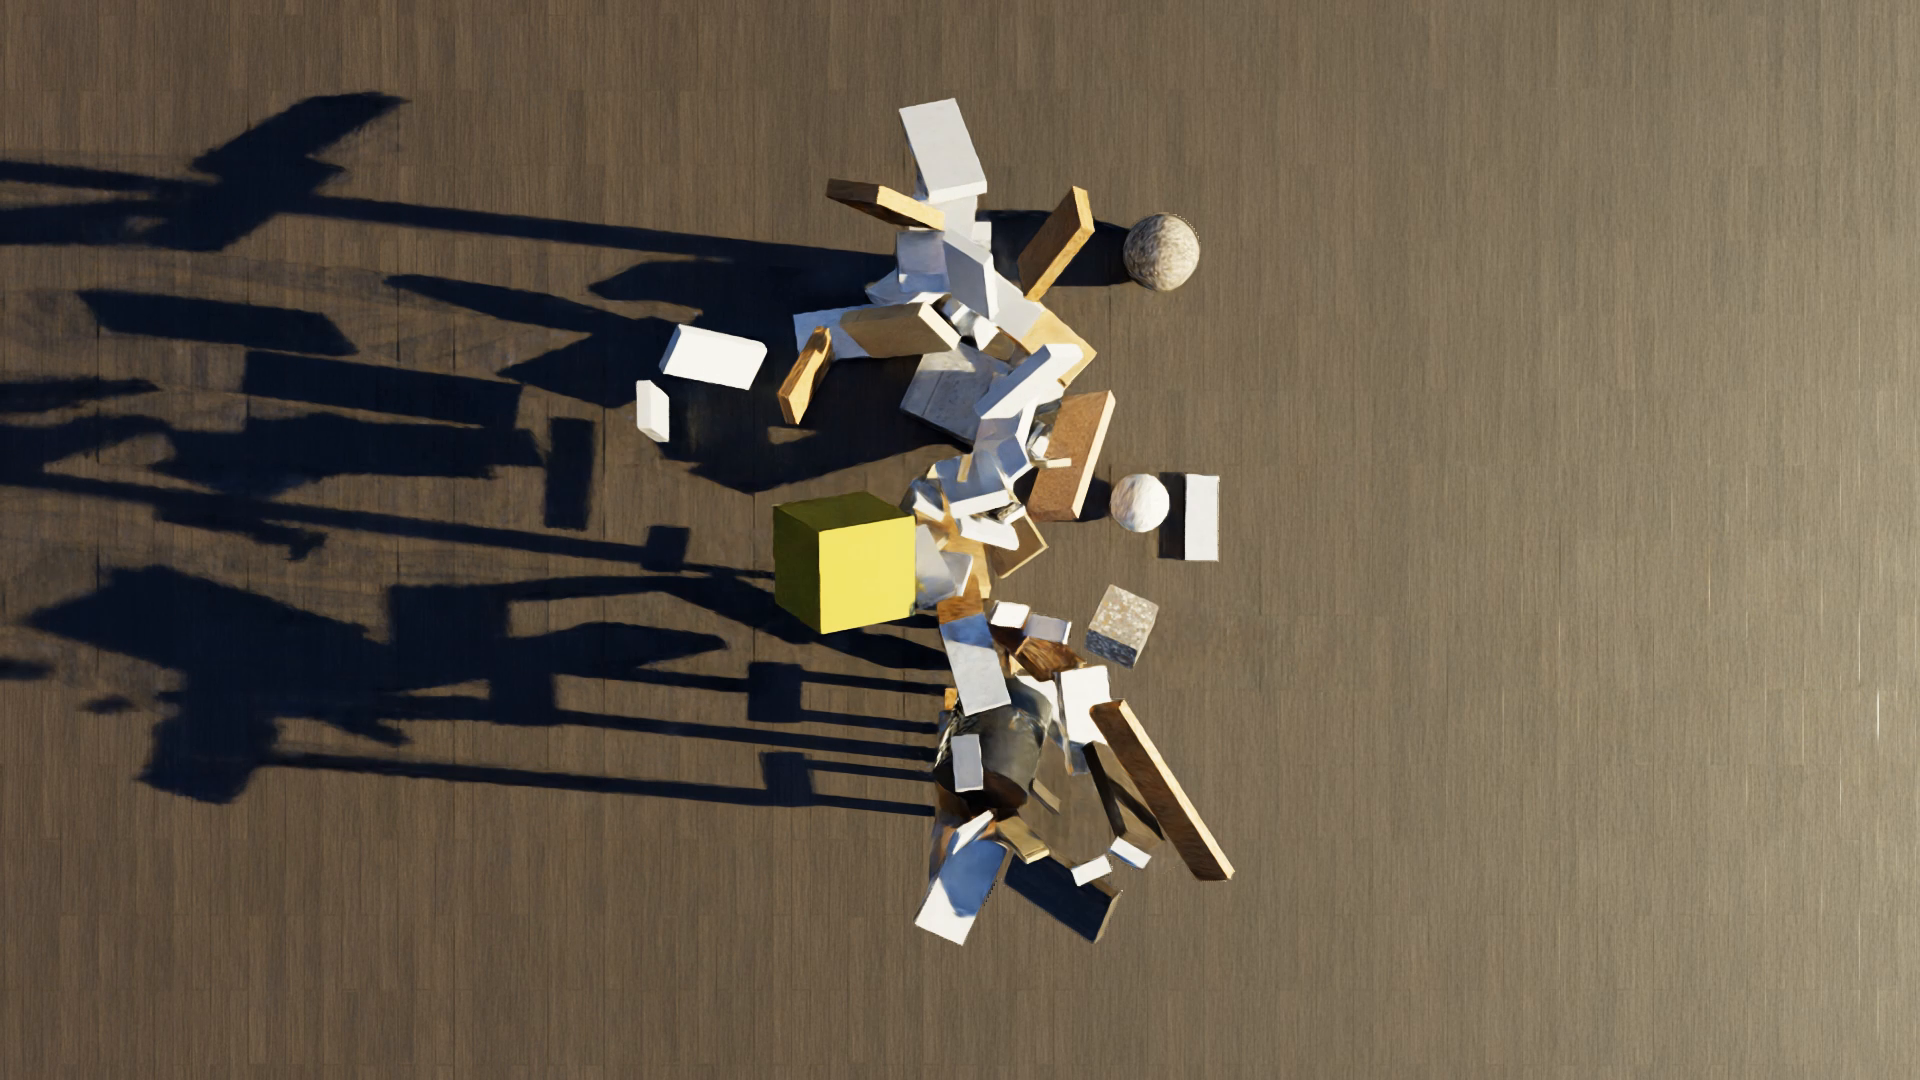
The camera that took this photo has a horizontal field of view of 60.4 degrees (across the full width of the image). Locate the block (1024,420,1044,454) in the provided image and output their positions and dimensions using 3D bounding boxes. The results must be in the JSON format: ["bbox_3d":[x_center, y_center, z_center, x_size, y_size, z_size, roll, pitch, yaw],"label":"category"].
[{"bbox_3d":[0.232,-0.335,5.465,0.019,0.067,0.134,32,90,-13],"label":"block"}]

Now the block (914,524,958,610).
[{"bbox_3d":[-0.095,0.067,4.208,0.104,0.030,0.209,-22,63,-7],"label":"block"}]

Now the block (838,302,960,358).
[{"bbox_3d":[-0.190,-0.644,5.084,0.180,0.359,0.051,42,62,-38],"label":"block"}]

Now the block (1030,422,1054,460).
[{"bbox_3d":[0.287,-0.319,5.453,0.067,0.019,0.134,37,58,-5],"label":"block"}]

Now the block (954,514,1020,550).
[{"bbox_3d":[0.071,-0.024,4.371,0.166,0.083,0.023,15,121,-22],"label":"block"}]

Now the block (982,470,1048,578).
[{"bbox_3d":[0.105,-0.072,5.028,0.169,0.048,0.338,-36,78,15],"label":"block"}]

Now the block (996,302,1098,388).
[{"bbox_3d":[0.272,-0.630,5.191,0.293,0.042,0.147,42,75,6],"label":"block"}]

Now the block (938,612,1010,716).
[{"bbox_3d":[0.036,0.309,4.118,0.118,0.033,0.236,-16,72,-2],"label":"block"}]

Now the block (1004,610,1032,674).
[{"bbox_3d":[0.186,0.319,5.212,0.106,0.212,0.030,-31,48,-19],"label":"block"}]

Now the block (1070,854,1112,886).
[{"bbox_3d":[0.352,0.887,4.434,0.099,0.014,0.049,-22,103,-6],"label":"block"}]

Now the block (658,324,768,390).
[{"bbox_3d":[-0.734,-0.544,4.917,0.293,0.042,0.147,8,124,-39],"label":"block"}]

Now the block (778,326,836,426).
[{"bbox_3d":[-0.492,-0.529,5.297,0.042,0.147,0.293,17,61,16],"label":"block"}]

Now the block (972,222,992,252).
[{"bbox_3d":[0.000,-0.890,5.130,0.180,0.740,0.051,-1,90,0],"label":"block"}]

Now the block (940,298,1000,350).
[{"bbox_3d":[0.051,-0.728,5.334,0.047,0.334,0.167,43,89,21],"label":"block"}]

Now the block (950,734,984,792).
[{"bbox_3d":[0.019,0.583,4.320,0.073,0.021,0.147,-7,62,3],"label":"block"}]

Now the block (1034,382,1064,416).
[{"bbox_3d":[0.265,-0.494,5.344,0.147,0.293,0.042,-14,66,-14],"label":"block"}]

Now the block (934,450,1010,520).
[{"bbox_3d":[0.029,-0.153,4.433,0.154,0.309,0.044,-14,115,-3],"label":"block"}]

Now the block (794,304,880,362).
[{"bbox_3d":[-0.375,-0.685,5.476,0.334,0.047,0.167,-8,90,0],"label":"block"}]

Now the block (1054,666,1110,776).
[{"bbox_3d":[0.369,0.524,4.808,0.150,0.042,0.300,-7,89,-23],"label":"block"}]

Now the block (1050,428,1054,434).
[{"bbox_3d":[0.365,-0.332,5.463,0.134,0.019,0.067,32,59,-10],"label":"block"}]

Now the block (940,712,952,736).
[{"bbox_3d":[-0.001,0.649,5.012,0.122,0.035,0.244,1,93,0],"label":"block"}]

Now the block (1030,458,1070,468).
[{"bbox_3d":[0.219,-0.192,4.103,0.064,0.129,0.018,-4,94,-20],"label":"block"}]

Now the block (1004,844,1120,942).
[{"bbox_3d":[0.279,0.962,4.571,0.311,0.044,0.156,30,115,25],"label":"block"}]

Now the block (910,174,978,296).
[{"bbox_3d":[-0.054,-0.873,4.715,0.180,0.051,0.359,5,69,2],"label":"block"}]

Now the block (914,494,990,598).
[{"bbox_3d":[-0.025,0.017,4.481,0.168,0.048,0.336,-5,50,-5],"label":"block"}]

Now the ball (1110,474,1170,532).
[{"bbox_3d":[0.586,-0.122,5.386,0.192,0.192,0.192,0,90,0],"label":"ball"}]

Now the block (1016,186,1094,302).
[{"bbox_3d":[0.216,-0.672,3.765,0.036,0.251,0.126,12,52,-27],"label":"block"}]

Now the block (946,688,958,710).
[{"bbox_3d":[0.004,0.574,5.291,0.098,0.028,0.195,0,90,0],"label":"block"}]

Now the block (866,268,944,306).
[{"bbox_3d":[-0.169,-0.805,5.309,0.167,0.334,0.047,-37,118,-10],"label":"block"}]

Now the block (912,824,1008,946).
[{"bbox_3d":[0.002,0.974,4.663,0.151,0.043,0.302,27,87,-12],"label":"block"}]

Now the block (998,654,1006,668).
[{"bbox_3d":[0.098,0.405,5.388,0.212,0.106,0.030,-20,80,42],"label":"block"}]

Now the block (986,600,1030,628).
[{"bbox_3d":[0.136,0.209,4.623,0.018,0.130,0.065,34,107,41],"label":"block"}]

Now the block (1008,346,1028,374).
[{"bbox_3d":[0.244,-0.596,5.355,0.147,0.293,0.042,22,71,0],"label":"block"}]

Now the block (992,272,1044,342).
[{"bbox_3d":[0.105,-0.625,4.318,0.209,0.030,0.104,36,110,-8],"label":"block"}]

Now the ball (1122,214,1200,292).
[{"bbox_3d":[0.654,-0.935,5.376,0.247,0.247,0.247,0,90,0],"label":"ball"}]

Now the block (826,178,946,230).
[{"bbox_3d":[-0.201,-0.920,4.535,0.170,0.339,0.048,14,94,30],"label":"block"}]

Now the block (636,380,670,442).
[{"bbox_3d":[-0.961,-0.401,5.175,0.042,0.293,0.147,-2,85,1],"label":"block"}]
